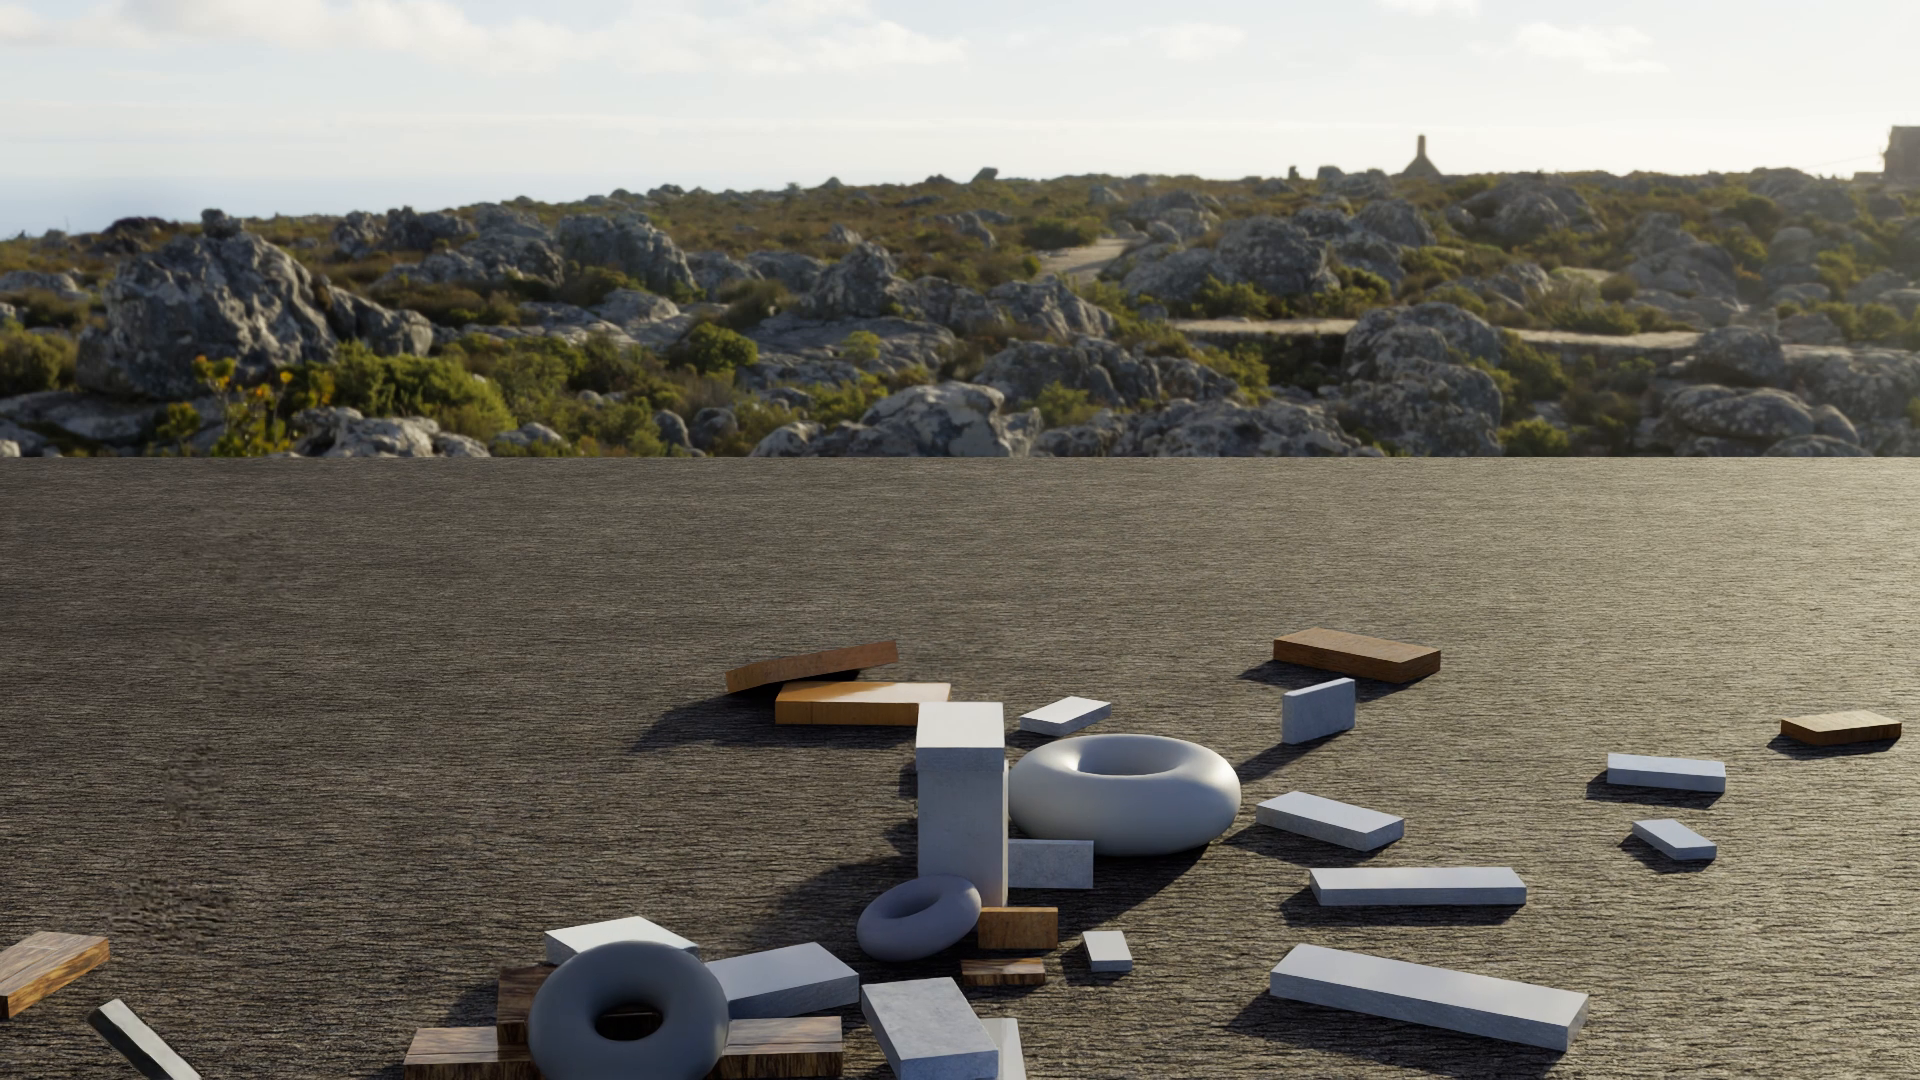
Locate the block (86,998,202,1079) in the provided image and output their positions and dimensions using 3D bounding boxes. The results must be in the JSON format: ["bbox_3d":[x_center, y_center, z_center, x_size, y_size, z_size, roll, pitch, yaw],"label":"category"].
[{"bbox_3d":[-1.002,0.626,2.703,0.146,0.021,0.073,44,-4,-1],"label":"block"}]

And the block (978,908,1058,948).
[{"bbox_3d":[0.090,0.604,3.423,0.123,0.062,0.017,0,13,0],"label":"block"}]

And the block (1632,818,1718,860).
[{"bbox_3d":[1.272,0.533,3.917,0.077,0.022,0.155,-2,11,-11],"label":"block"}]

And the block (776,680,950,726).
[{"bbox_3d":[-0.208,0.355,4.795,0.367,0.050,0.176,1,11,3],"label":"block"}]

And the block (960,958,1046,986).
[{"bbox_3d":[0.064,0.649,3.304,0.123,0.017,0.062,-1,11,-4],"label":"block"}]

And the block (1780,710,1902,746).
[{"bbox_3d":[1.855,0.396,4.631,0.218,0.031,0.109,-4,11,-19],"label":"block"}]

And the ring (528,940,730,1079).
[{"bbox_3d":[-0.441,0.643,2.927,0.268,0.089,0.268,2,37,-1],"label":"ring"}]

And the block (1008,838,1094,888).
[{"bbox_3d":[0.147,0.545,3.700,0.155,0.077,0.022,1,11,4],"label":"block"}]

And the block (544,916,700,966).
[{"bbox_3d":[-0.506,0.614,3.273,0.150,0.043,0.301,-6,2,-25],"label":"block"}]

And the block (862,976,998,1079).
[{"bbox_3d":[-0.044,0.659,2.963,0.130,0.037,0.259,-3,11,-14],"label":"block"}]

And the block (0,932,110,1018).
[{"bbox_3d":[-1.393,0.645,3.278,0.120,0.034,0.239,3,11,13],"label":"block"}]

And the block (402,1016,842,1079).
[{"bbox_3d":[-0.453,0.697,2.998,0.583,0.034,0.120,-1,11,-4],"label":"block"}]

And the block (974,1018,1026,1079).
[{"bbox_3d":[0.009,0.711,2.901,0.150,0.043,0.301,0,11,-2],"label":"block"}]

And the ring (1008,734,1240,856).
[{"bbox_3d":[0.294,0.460,3.988,0.429,0.143,0.429,-1,10,0],"label":"ring"}]

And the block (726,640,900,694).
[{"bbox_3d":[-0.336,0.288,5.006,0.353,0.050,0.176,-8,-6,-35],"label":"block"}]

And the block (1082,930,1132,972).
[{"bbox_3d":[0.227,0.633,3.389,0.062,0.017,0.123,-1,11,-3],"label":"block"}]

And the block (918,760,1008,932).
[{"bbox_3d":[0.005,0.483,3.491,0.138,0.275,0.039,3,11,13],"label":"block"}]

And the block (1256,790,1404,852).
[{"bbox_3d":[0.672,0.510,4.004,0.241,0.034,0.121,10,15,44],"label":"block"}]

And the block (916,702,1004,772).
[{"bbox_3d":[0.001,0.314,3.537,0.138,0.039,0.275,0,11,0],"label":"block"}]

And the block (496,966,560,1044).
[{"bbox_3d":[-0.516,0.638,3.043,0.239,0.034,0.120,-2,27,-8],"label":"block"}]

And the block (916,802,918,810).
[{"bbox_3d":[0.004,0.465,3.902,0.130,0.037,0.259,22,4,6],"label":"block"}]

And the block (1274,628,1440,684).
[{"bbox_3d":[0.944,0.273,5.240,0.353,0.050,0.176,10,14,42],"label":"block"}]

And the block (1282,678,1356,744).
[{"bbox_3d":[0.756,0.359,4.629,0.205,0.103,0.029,-9,12,-41],"label":"block"}]

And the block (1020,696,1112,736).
[{"bbox_3d":[0.228,0.379,4.727,0.103,0.029,0.205,7,13,34],"label":"block"}]

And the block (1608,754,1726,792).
[{"bbox_3d":[1.382,0.456,4.309,0.218,0.031,0.109,3,11,16],"label":"block"}]

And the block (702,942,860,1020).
[{"bbox_3d":[-0.315,0.655,3.202,0.301,0.043,0.150,-6,12,-28],"label":"block"}]

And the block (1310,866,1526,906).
[{"bbox_3d":[0.761,0.576,3.663,0.340,0.029,0.101,0,11,-1],"label":"block"}]

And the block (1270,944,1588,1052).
[{"bbox_3d":[0.678,0.660,3.191,0.433,0.037,0.130,6,12,27],"label":"block"}]
